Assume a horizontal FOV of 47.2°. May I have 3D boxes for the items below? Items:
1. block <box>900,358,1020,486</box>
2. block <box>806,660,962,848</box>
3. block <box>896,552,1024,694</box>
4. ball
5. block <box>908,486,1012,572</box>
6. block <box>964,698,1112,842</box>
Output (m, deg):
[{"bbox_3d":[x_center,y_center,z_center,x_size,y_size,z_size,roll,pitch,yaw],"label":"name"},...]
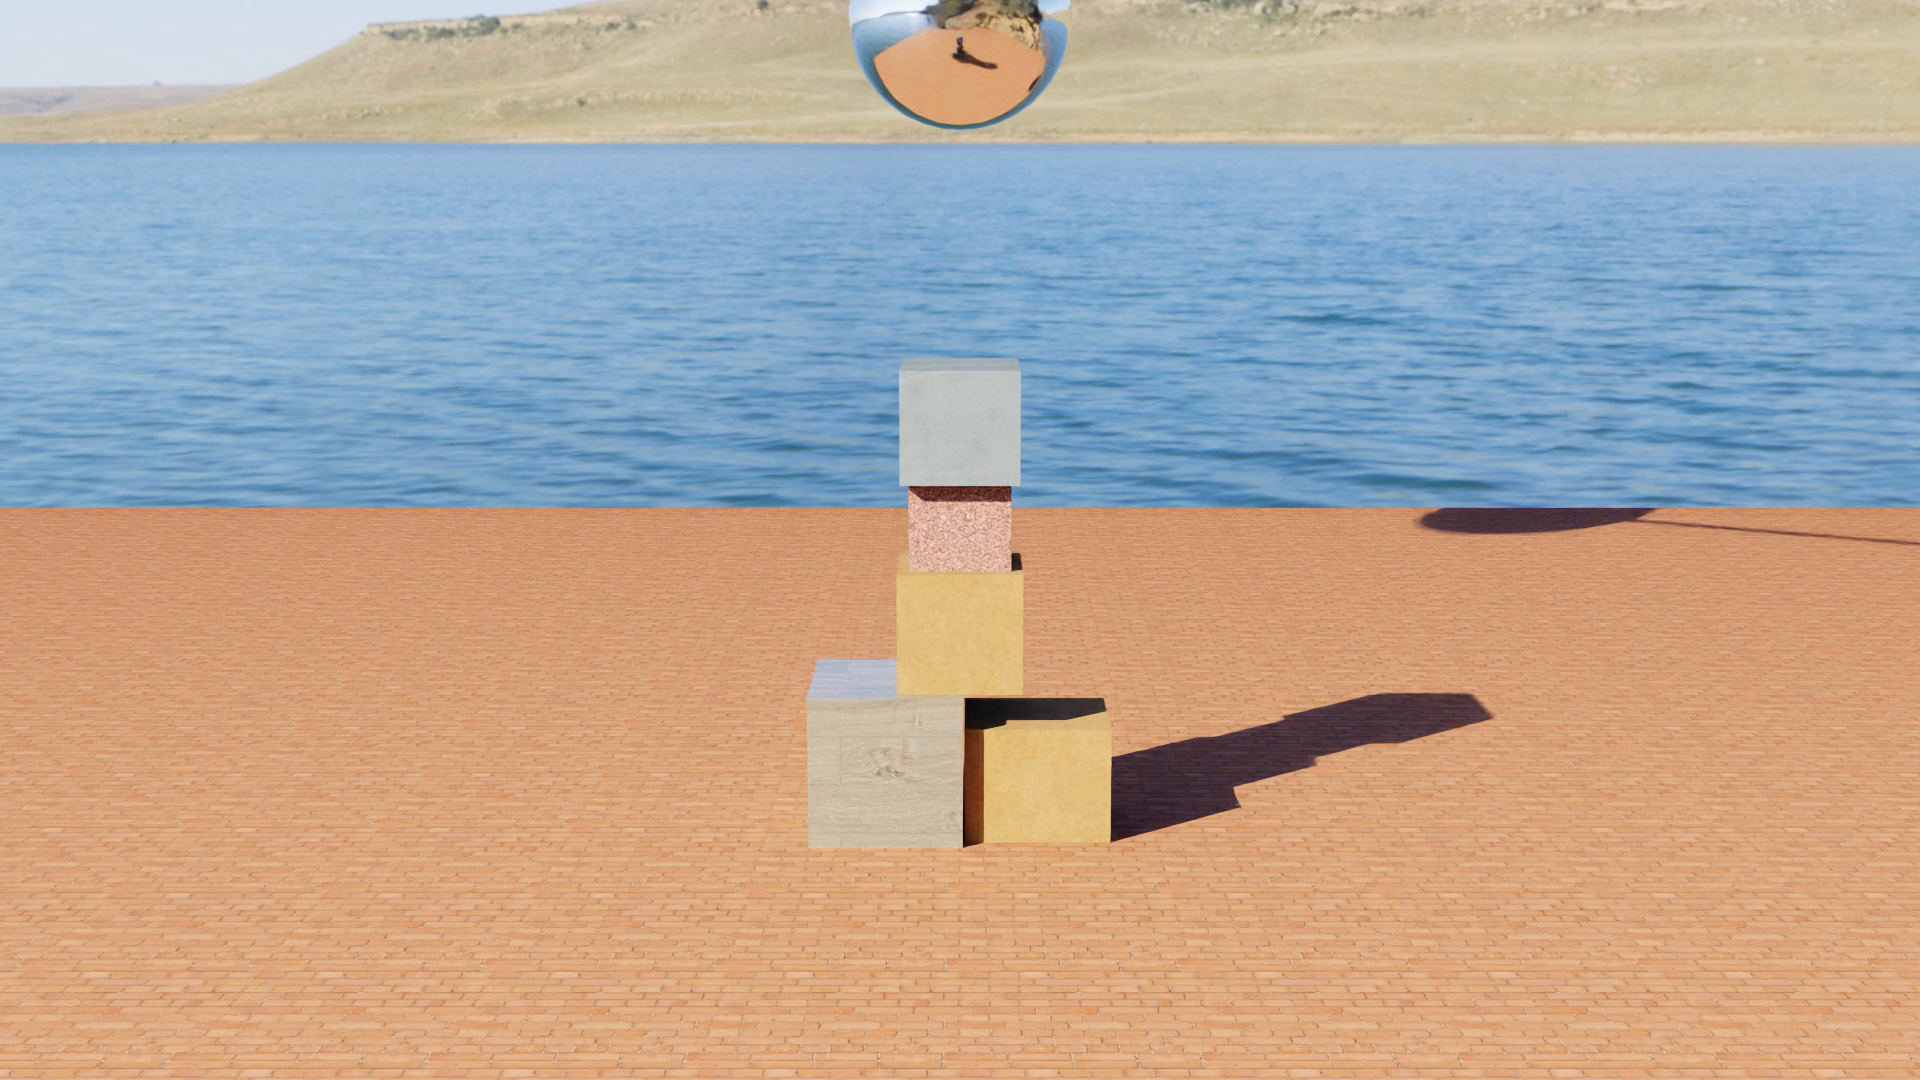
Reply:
[{"bbox_3d":[0.000,-0.601,11.065,0.593,0.567,0.635,0,10,0],"label":"block"},{"bbox_3d":[-0.374,1.094,11.396,0.775,0.770,0.845,0,10,0],"label":"block"},{"bbox_3d":[0.000,0.421,11.239,0.629,0.611,0.600,0,10,0],"label":"block"},{"bbox_3d":[0.000,-3.743,15.739,1.600,1.600,1.600,0,10,0],"label":"ball"},{"bbox_3d":[0.000,-0.106,11.176,0.512,0.447,0.481,0,10,0],"label":"block"},{"bbox_3d":[0.392,1.185,11.401,0.738,0.590,0.645,0,10,0],"label":"block"}]
